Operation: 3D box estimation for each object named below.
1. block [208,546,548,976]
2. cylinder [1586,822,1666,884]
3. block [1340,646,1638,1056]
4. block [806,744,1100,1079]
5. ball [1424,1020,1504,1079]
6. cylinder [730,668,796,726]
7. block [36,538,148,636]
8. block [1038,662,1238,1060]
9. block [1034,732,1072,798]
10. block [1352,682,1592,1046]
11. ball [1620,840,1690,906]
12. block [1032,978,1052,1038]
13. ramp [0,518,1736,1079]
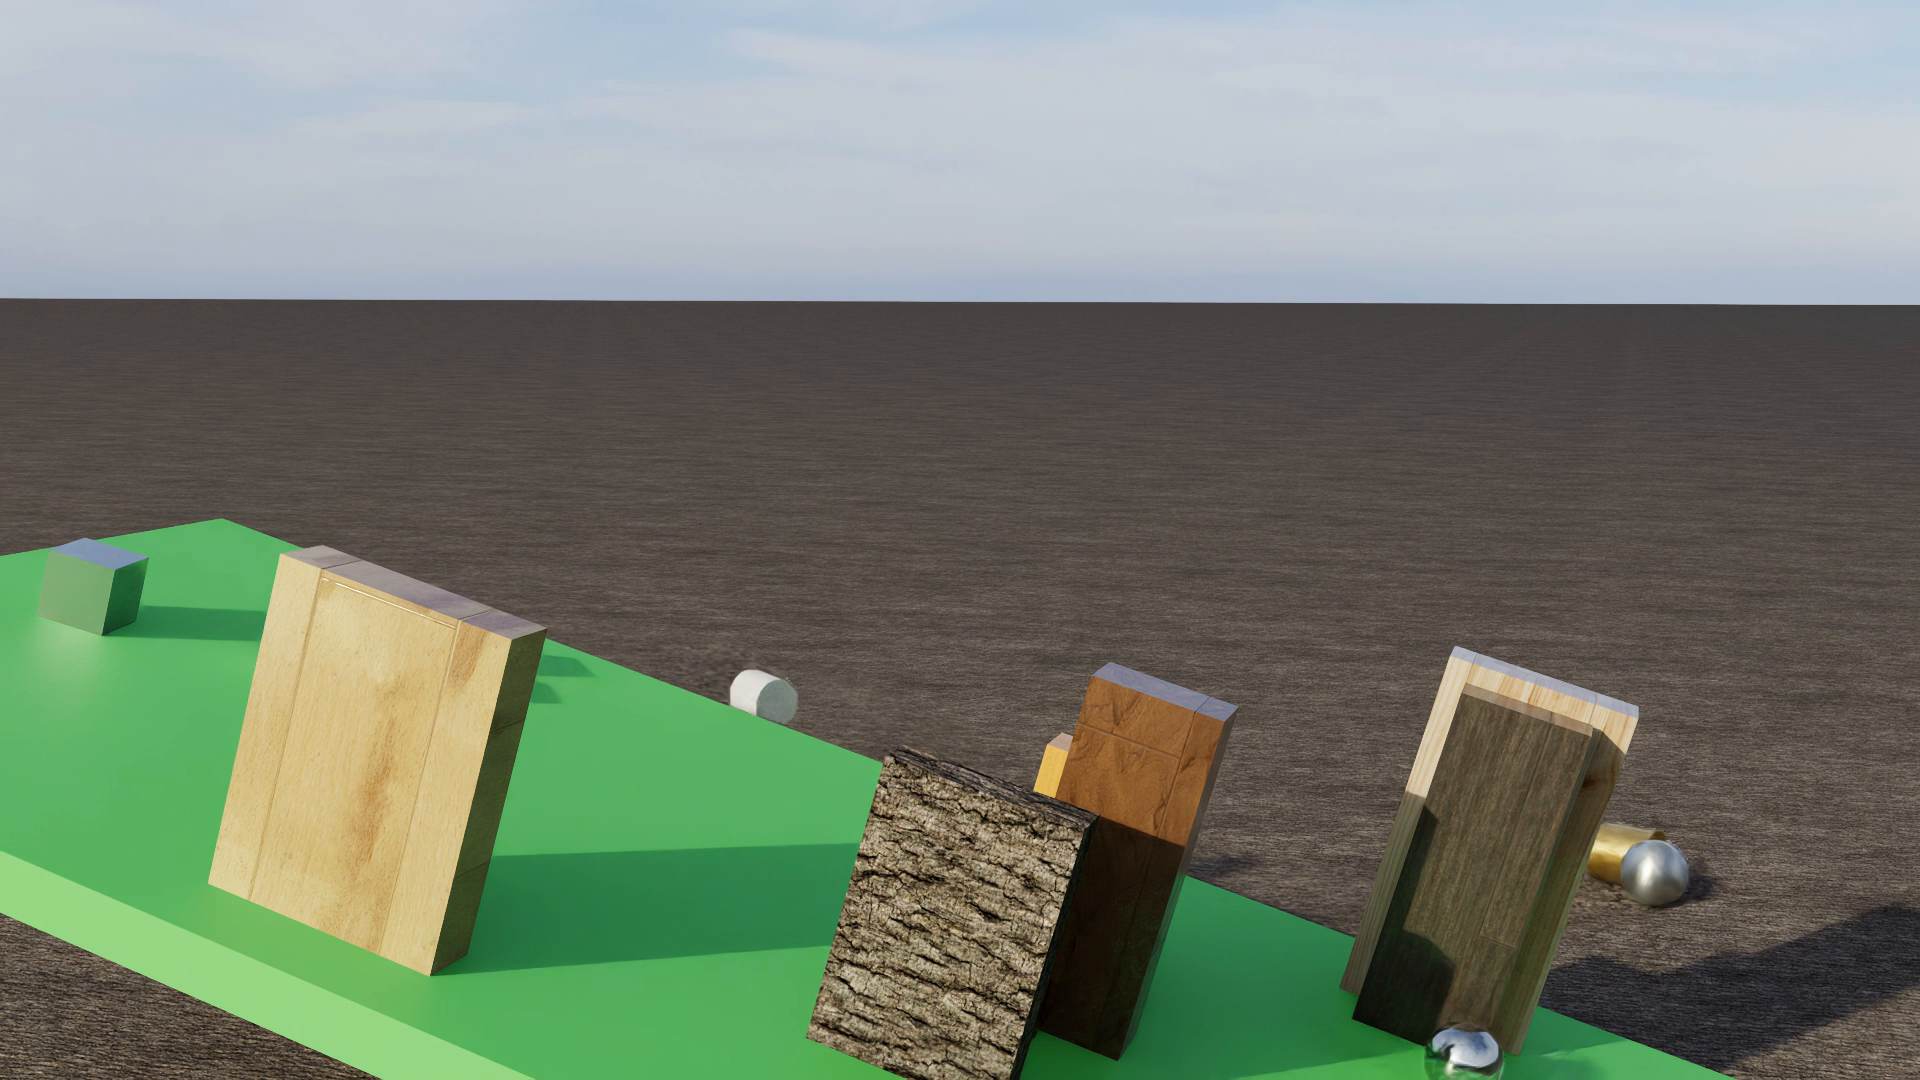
[{"bbox_3d":[-0.945,0.352,3.554,0.424,0.574,0.118,19,12,14],"label":"block"},{"bbox_3d":[2.025,0.959,6.677,0.178,0.178,0.178,6,9,42],"label":"cylinder"},{"bbox_3d":[1.084,0.636,4.524,0.382,0.743,0.130,19,12,14],"label":"block"},{"bbox_3d":[-0.015,0.638,3.618,0.347,0.507,0.104,19,12,14],"label":"block"},{"bbox_3d":[0.955,0.988,4.171,0.148,0.148,0.148,0,7,0],"label":"ball"},{"bbox_3d":[-0.484,0.387,5.396,0.118,0.118,0.118,-5,14,-38],"label":"cylinder"},{"bbox_3d":[-1.833,0.098,4.650,0.147,0.147,0.147,17,11,4],"label":"block"},{"bbox_3d":[0.276,0.574,3.949,0.246,0.652,0.140,19,12,14],"label":"block"},{"bbox_3d":[0.268,0.632,4.235,0.312,0.428,0.113,19,12,14],"label":"block"},{"bbox_3d":[1.019,0.665,4.386,0.258,0.707,0.114,19,12,14],"label":"block"},{"bbox_3d":[2.036,0.977,6.452,0.195,0.195,0.195,0,7,0],"label":"ball"},{"bbox_3d":[0.076,0.817,3.883,0.113,0.113,0.113,21,12,25],"label":"block"},{"bbox_3d":[-0.374,0.729,4.238,4.000,0.100,2.000,19,12,14],"label":"ramp"}]
